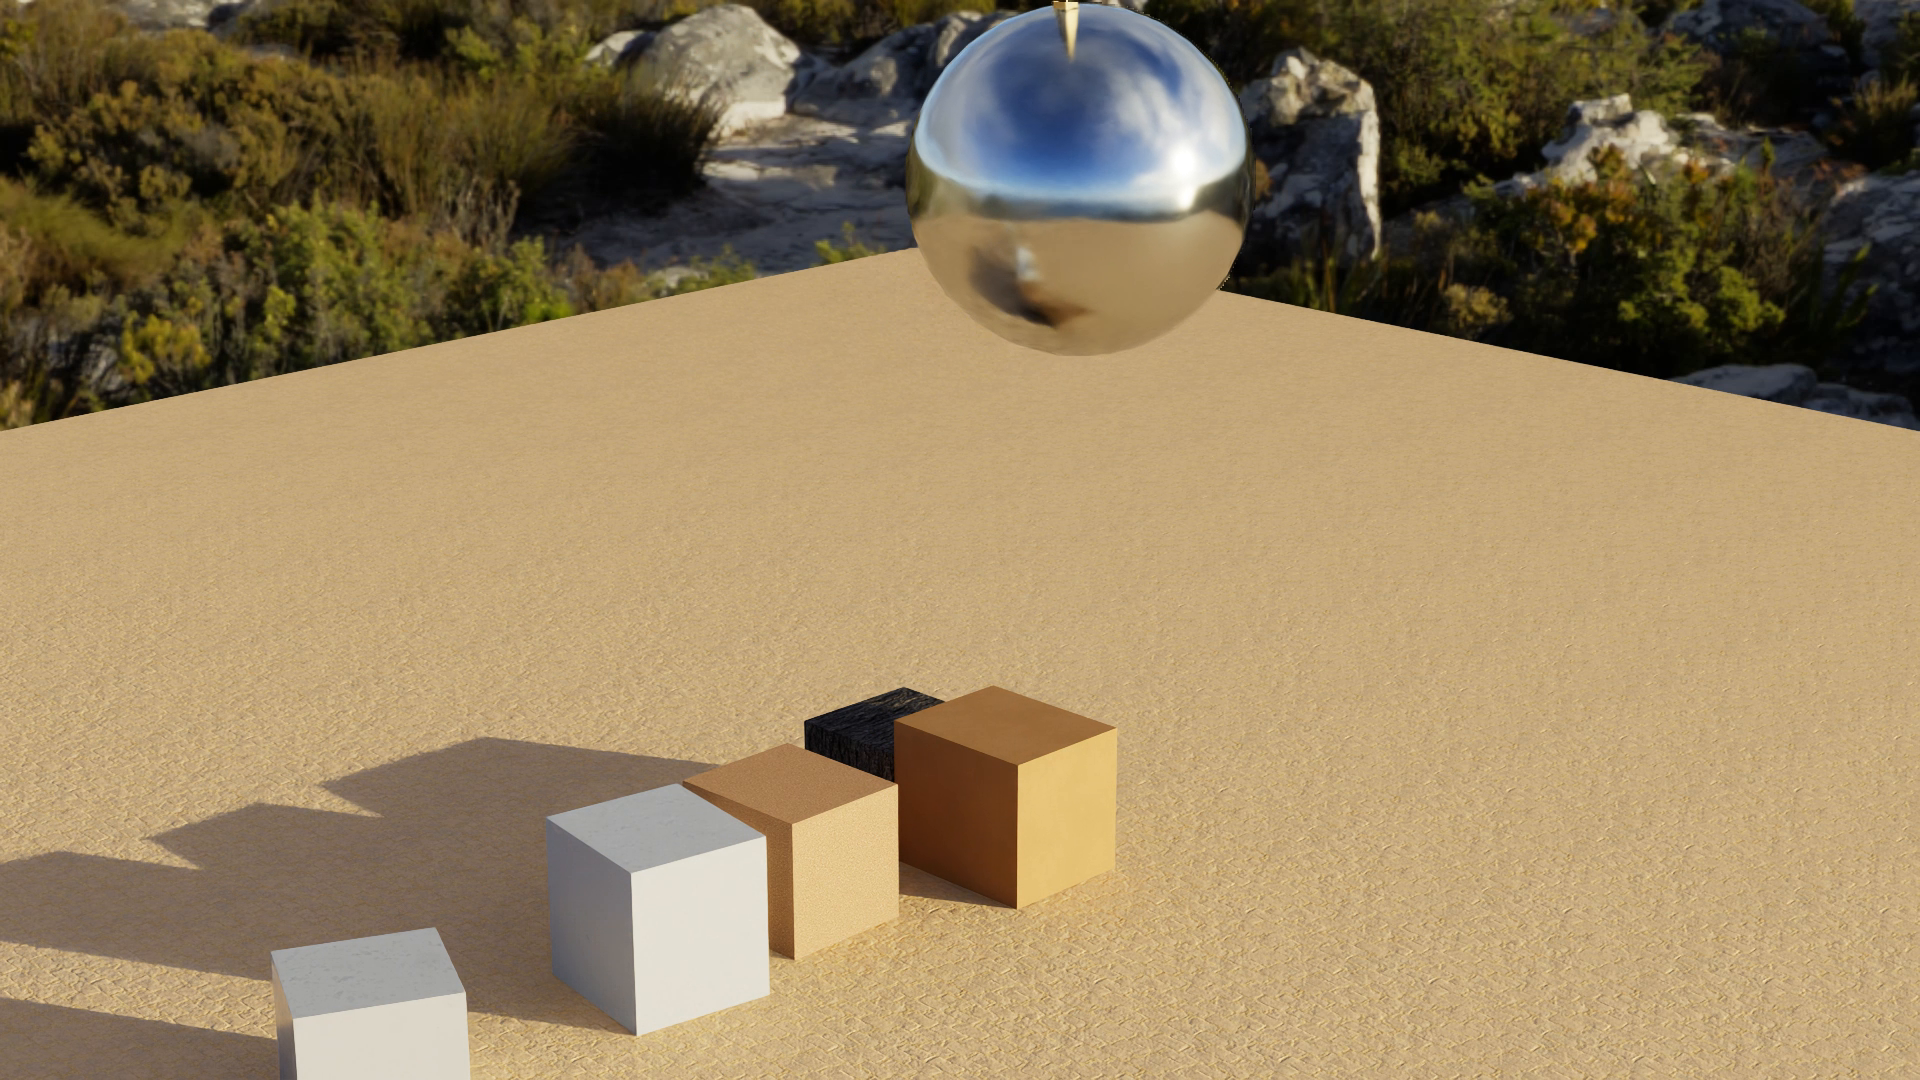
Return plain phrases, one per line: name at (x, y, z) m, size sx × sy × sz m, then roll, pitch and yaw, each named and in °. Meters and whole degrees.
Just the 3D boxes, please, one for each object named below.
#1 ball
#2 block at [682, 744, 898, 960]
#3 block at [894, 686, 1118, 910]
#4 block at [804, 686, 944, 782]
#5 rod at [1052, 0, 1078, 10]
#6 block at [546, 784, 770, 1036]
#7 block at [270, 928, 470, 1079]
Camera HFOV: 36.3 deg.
ball at (0.546, -1.641, 13.398) m, size 1.600 × 1.600 × 1.600 m, roll 0°, pitch 17°, yaw 0°
block at (-0.746, 1.363, 12.954) m, size 0.711 × 0.631 × 0.627 m, roll 16°, pitch 24°, yaw 42°
block at (0.206, 1.168, 13.474) m, size 0.788 × 0.691 × 0.650 m, roll 17°, pitch 24°, yaw 42°
block at (-0.294, 1.100, 13.971) m, size 0.656 × 0.525 × 0.600 m, roll -17°, pitch 24°, yaw -42°
rod at (0.237, -4.765, 12.092) m, size 0.080 × 5.200 × 0.080 m, roll 17°, pitch 31°, yaw 42°
block at (-1.266, 1.532, 12.269) m, size 0.638 × 0.720 × 0.714 m, roll -12°, pitch 21°, yaw -34°
block at (-2.252, 1.925, 11.216) m, size 0.637 × 0.602 × 0.610 m, roll -6°, pitch 19°, yaw -19°
